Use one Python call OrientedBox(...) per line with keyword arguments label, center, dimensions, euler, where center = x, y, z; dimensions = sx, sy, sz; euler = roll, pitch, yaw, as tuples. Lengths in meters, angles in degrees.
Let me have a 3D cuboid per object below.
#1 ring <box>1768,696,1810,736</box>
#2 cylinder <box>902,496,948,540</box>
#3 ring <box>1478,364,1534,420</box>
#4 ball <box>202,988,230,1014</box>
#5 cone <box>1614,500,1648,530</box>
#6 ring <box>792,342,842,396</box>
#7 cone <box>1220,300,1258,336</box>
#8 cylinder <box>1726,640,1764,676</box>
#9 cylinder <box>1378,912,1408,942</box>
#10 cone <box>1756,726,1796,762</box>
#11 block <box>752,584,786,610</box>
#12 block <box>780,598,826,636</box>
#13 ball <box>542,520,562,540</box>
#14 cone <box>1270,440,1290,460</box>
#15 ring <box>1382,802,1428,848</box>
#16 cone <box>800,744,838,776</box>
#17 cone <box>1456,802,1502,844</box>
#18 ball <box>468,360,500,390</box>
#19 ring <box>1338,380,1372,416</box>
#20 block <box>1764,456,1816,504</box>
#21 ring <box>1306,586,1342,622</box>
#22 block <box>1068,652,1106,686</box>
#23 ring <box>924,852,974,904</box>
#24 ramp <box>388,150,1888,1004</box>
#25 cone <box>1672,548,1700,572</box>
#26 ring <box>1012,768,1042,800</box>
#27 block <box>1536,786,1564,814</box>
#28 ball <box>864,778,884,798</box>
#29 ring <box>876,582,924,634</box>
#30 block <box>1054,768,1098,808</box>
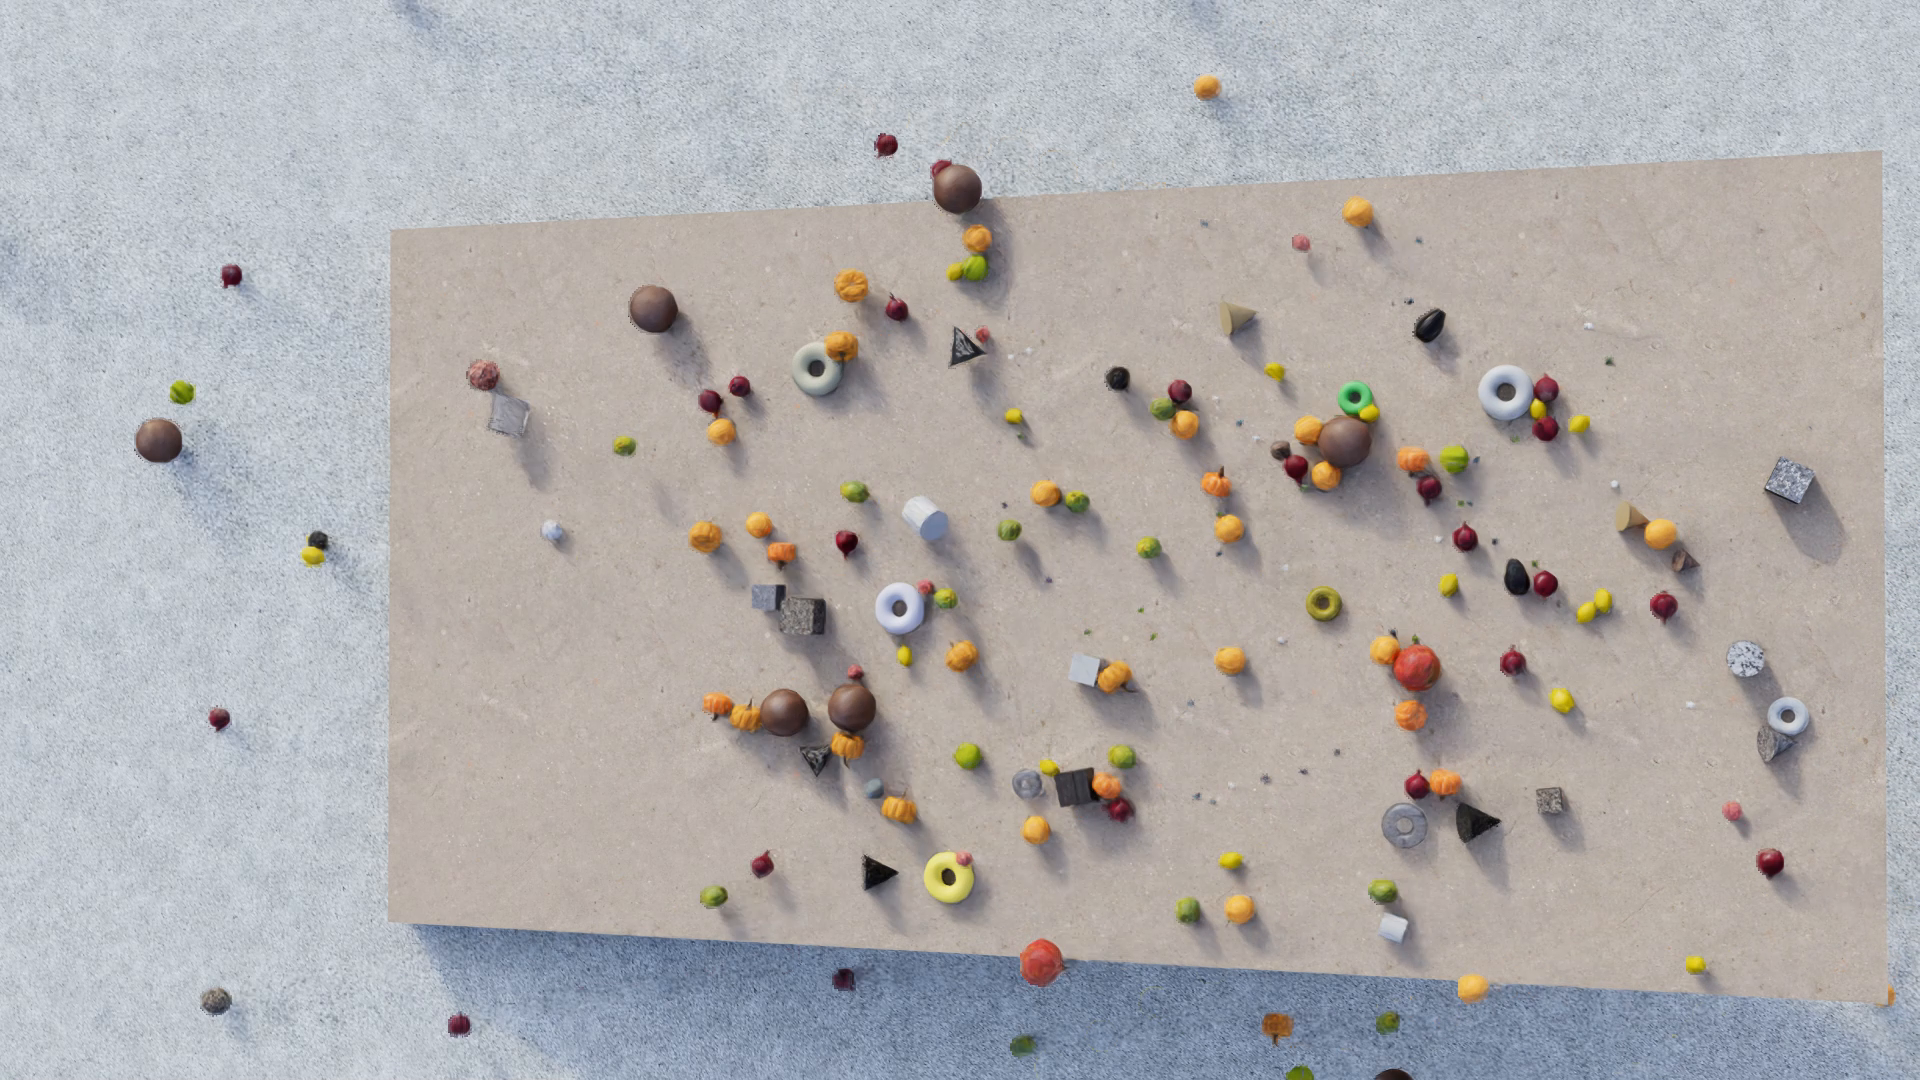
OrientedBox(label="ring", center=(1.957, 0.417, 5.198), dimensions=(0.093, 0.031, 0.093), euler=(0, 89, 19))
OrientedBox(label="cylinder", center=(-0.092, -0.058, 5.797), dimensions=(0.088, 0.088, 0.088), euler=(-48, 47, -1))
OrientedBox(label="ring", center=(1.340, -0.363, 5.396), dimensions=(0.136, 0.045, 0.136), euler=(0, 90, 19))
OrientedBox(label="ball", center=(-2.164, 1.338, 6.392), dimensions=(0.076, 0.076, 0.076), euler=(0, 89, 0))
OrientedBox(label="cone", center=(1.632, -0.050, 5.306), dimensions=(0.074, 0.074, 0.074), euler=(16, 89, -18))
OrientedBox(label="ring", center=(-0.386, -0.463, 5.938), dimensions=(0.146, 0.049, 0.146), euler=(0, 90, 15))
OrientedBox(label="cone", center=(0.718, -0.573, 5.597), dimensions=(0.090, 0.090, 0.090), euler=(-11, 89, -10))
OrientedBox(label="cylinder", center=(1.858, 0.280, 5.204), dimensions=(0.083, 0.083, 0.083), euler=(0, 89, 17))
OrientedBox(label="cylinder", center=(1.075, 0.960, 5.453), dimensions=(0.060, 0.060, 0.060), euler=(20, 89, 17))
OrientedBox(label="cone", center=(1.943, 0.480, 5.199), dimensions=(0.082, 0.082, 0.082), euler=(-2, 89, -9))
OrientedBox(label="block", center=(-0.519, 0.154, 5.961), dimensions=(0.067, 0.067, 0.067), euler=(2, 90, 17))
OrientedBox(label="block", center=(-0.423, 0.205, 5.916), dimensions=(0.094, 0.094, 0.094), euler=(4, 90, 17))
OrientedBox(label="ball", center=(-1.144, -0.028, 6.167), dimensions=(0.054, 0.054, 0.054), euler=(0, 89, 0))
OrientedBox(label="cone", center=(0.806, -0.229, 5.558), dimensions=(0.052, 0.052, 0.052), euler=(0, 89, 17))
OrientedBox(label="ring", center=(1.104, 0.708, 5.459), dimensions=(0.115, 0.038, 0.115), euler=(-1, 88, 18))
OrientedBox(label="cone", center=(-0.369, 0.574, 5.917), dimensions=(0.092, 0.092, 0.092), euler=(-31, 89, -9))
OrientedBox(label="cone", center=(1.284, 0.692, 5.399), dimensions=(0.098, 0.098, 0.098), euler=(-2, 89, -9))
OrientedBox(label="ball", center=(-1.347, -0.465, 6.221), dimensions=(0.084, 0.084, 0.084), euler=(0, 89, 0))
OrientedBox(label="ring", center=(0.991, -0.356, 5.514), dimensions=(0.087, 0.029, 0.087), euler=(0, 90, 17))
OrientedBox(label="block", center=(1.953, -0.140, 5.180), dimensions=(0.083, 0.083, 0.083), euler=(27, 97, 16))
OrientedBox(label="ring", center=(0.915, 0.161, 5.530), dimensions=(0.091, 0.030, 0.091), euler=(0, 90, 17))
OrientedBox(label="block", center=(0.330, 0.333, 5.690), dimensions=(0.071, 0.071, 0.071), euler=(15, 94, 17))
OrientedBox(label="ring", center=(-0.029, 0.891, 5.808), dimensions=(0.137, 0.046, 0.137), euler=(1, 92, 21))
OrientedBox(label="ramp", center=(0.274, 0.094, 5.800), dimensions=(4.000, 0.100, 2.000), euler=(0, 89, 17))
OrientedBox(label="cone", center=(1.749, 0.054, 5.271), dimensions=(0.060, 0.060, 0.060), euler=(12, 89, -9))
OrientedBox(label="ring", center=(0.176, 0.639, 5.757), dimensions=(0.081, 0.027, 0.081), euler=(-1, 88, 18))
OrientedBox(label="block", center=(1.433, 0.633, 5.346), dimensions=(0.056, 0.056, 0.056), euler=(-7, 87, 17))
OrientedBox(label="ball", center=(-0.228, 0.664, 5.869), dimensions=(0.054, 0.054, 0.054), euler=(0, 89, 0))
OrientedBox(label="ring", center=(-0.160, 0.183, 5.859), dimensions=(0.139, 0.046, 0.139), euler=(-1, 87, 21))
OrientedBox(label="block", center=(0.302, 0.639, 5.688), dimensions=(0.084, 0.084, 0.084), euler=(-13, 85, 17))
